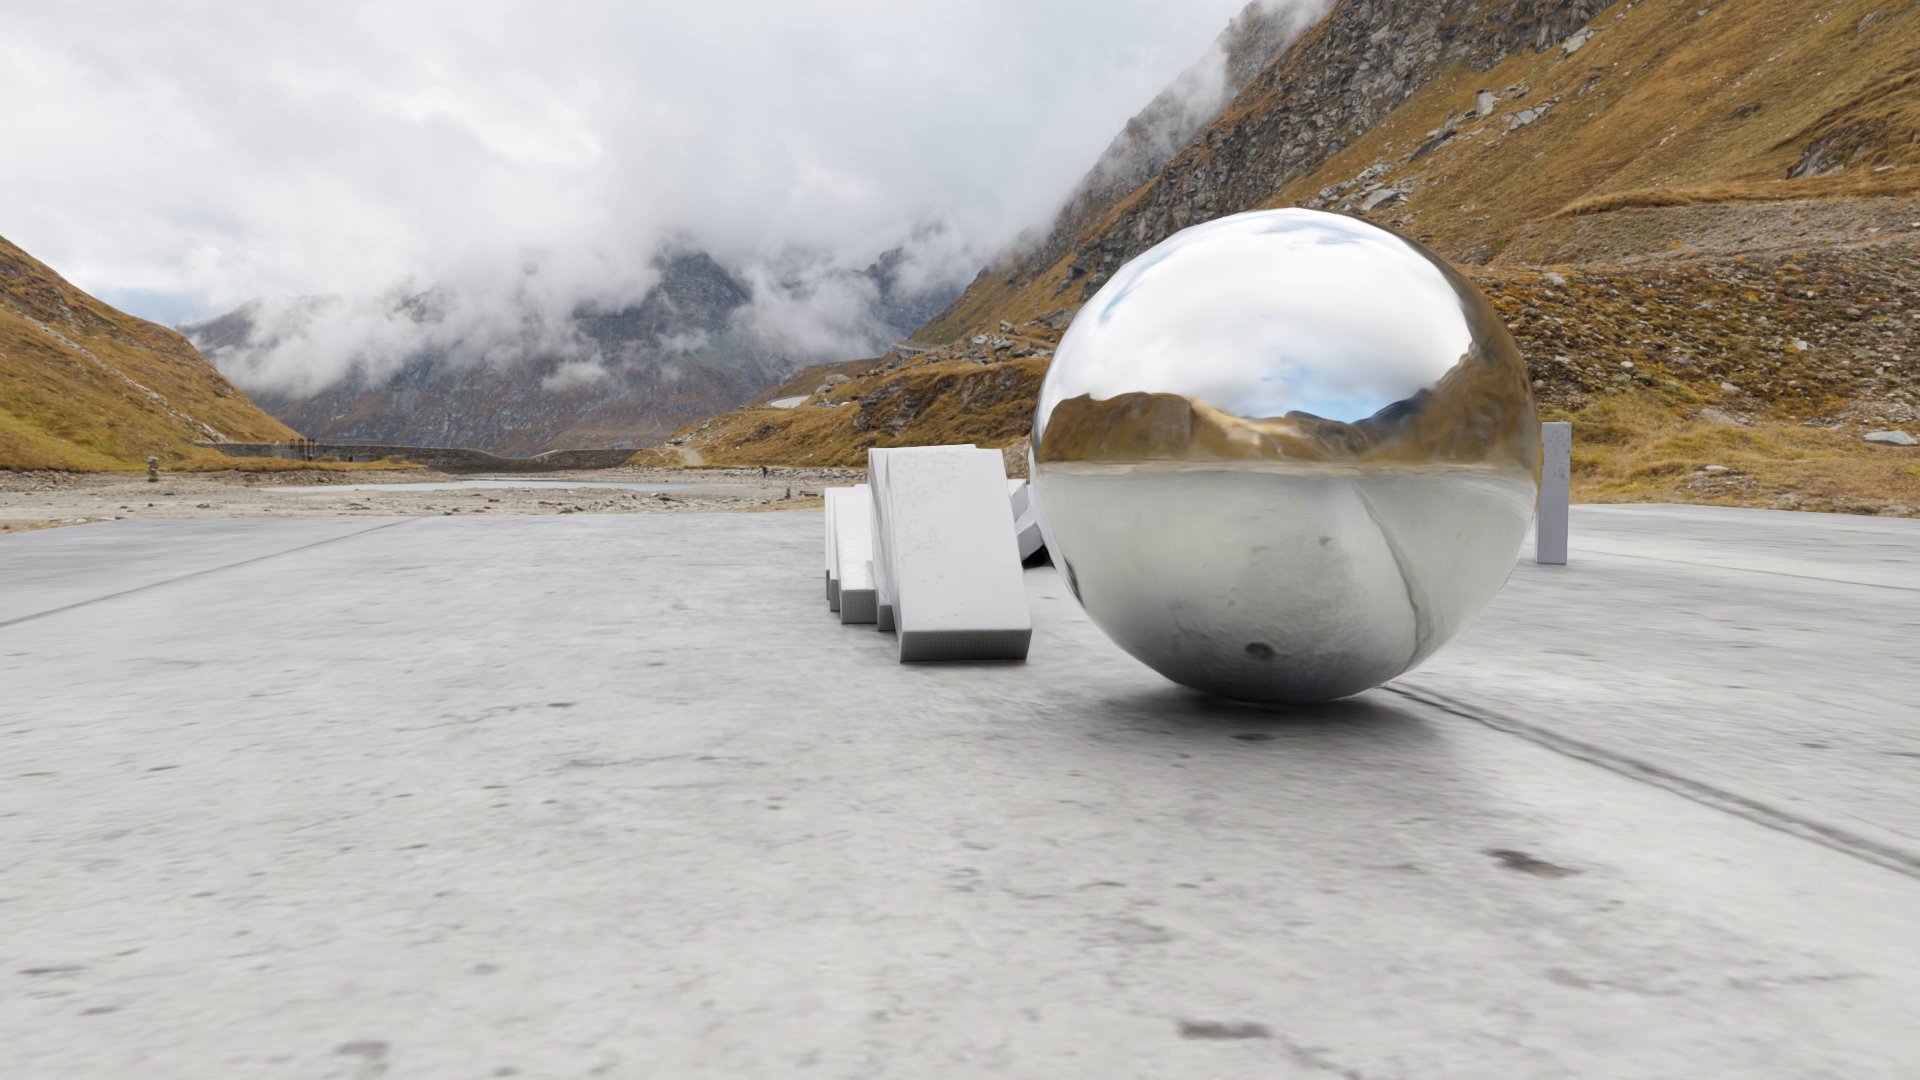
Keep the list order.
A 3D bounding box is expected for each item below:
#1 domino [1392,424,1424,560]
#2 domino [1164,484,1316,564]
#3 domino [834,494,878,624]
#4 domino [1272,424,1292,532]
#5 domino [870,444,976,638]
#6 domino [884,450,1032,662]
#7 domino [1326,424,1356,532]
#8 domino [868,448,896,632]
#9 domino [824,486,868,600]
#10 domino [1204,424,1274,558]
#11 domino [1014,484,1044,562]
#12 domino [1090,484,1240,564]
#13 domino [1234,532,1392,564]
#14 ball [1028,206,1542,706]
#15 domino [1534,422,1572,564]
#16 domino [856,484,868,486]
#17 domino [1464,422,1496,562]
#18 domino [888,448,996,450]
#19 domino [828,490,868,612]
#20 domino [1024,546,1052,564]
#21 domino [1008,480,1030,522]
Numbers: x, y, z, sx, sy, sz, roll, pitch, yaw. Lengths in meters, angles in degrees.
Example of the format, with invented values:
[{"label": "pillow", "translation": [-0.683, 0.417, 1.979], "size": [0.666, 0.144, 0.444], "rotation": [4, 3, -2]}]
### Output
[{"label": "domino", "translation": [0.168, -0.019, 0.482], "size": [0.010, 0.050, 0.025], "rotation": [2, 5, 21]}, {"label": "domino", "translation": [0.100, -0.006, 0.463], "size": [0.050, 0.009, 0.025], "rotation": [-22, 5, 0]}, {"label": "domino", "translation": [-0.018, 0.004, 0.324], "size": [0.025, 0.010, 0.050], "rotation": [-1, 29, -8]}, {"label": "domino", "translation": [0.122, -0.020, 0.497], "size": [0.009, 0.050, 0.025], "rotation": [1, 4, 8]}, {"label": "domino", "translation": [-0.005, -0.001, 0.292], "size": [0.025, 0.010, 0.050], "rotation": [-4, 48, -10]}, {"label": "domino", "translation": [-0.001, 0.002, 0.265], "size": [0.025, 0.010, 0.050], "rotation": [-1, 48, -8]}, {"label": "domino", "translation": [0.145, -0.019, 0.490], "size": [0.010, 0.050, 0.025], "rotation": [1, 5, 18]}, {"label": "domino", "translation": [-0.008, -0.001, 0.305], "size": [0.025, 0.010, 0.050], "rotation": [-1, 48, -8]}, {"label": "domino", "translation": [-0.026, 0.000, 0.371], "size": [0.025, 0.010, 0.050], "rotation": [-2, 29, -5]}, {"label": "domino", "translation": [0.105, -0.019, 0.483], "size": [0.025, 0.050, 0.009], "rotation": [1, 4, 14]}, {"label": "domino", "translation": [0.023, -0.007, 0.454], "size": [0.025, 0.010, 0.050], "rotation": [4, 31, 45]}, {"label": "domino", "translation": [0.073, -0.006, 0.465], "size": [0.050, 0.009, 0.025], "rotation": [-23, 7, -6]}, {"label": "domino", "translation": [0.127, 0.003, 0.464], "size": [0.050, 0.010, 0.025], "rotation": [0, 4, -1]}, {"label": "ball", "translation": [0.051, -0.013, 0.210], "size": [0.080, 0.080, 0.080], "rotation": [0, 4, 0]}, {"label": "domino", "translation": [0.214, -0.017, 0.464], "size": [0.009, 0.050, 0.025], "rotation": [2, 5, 21]}, {"label": "domino", "translation": [-0.023, -0.002, 0.395], "size": [0.025, 0.010, 0.050], "rotation": [0, 29, 4]}, {"label": "domino", "translation": [0.191, -0.018, 0.473], "size": [0.010, 0.050, 0.025], "rotation": [2, 5, 22]}, {"label": "domino", "translation": [-0.002, 0.001, 0.278], "size": [0.025, 0.009, 0.050], "rotation": [-1, 48, -8]}, {"label": "domino", "translation": [-0.023, 0.002, 0.347], "size": [0.025, 0.010, 0.050], "rotation": [0, 29, -6]}, {"label": "domino", "translation": [0.044, -0.008, 0.467], "size": [0.050, 0.009, 0.025], "rotation": [-34, 23, -31]}, {"label": "domino", "translation": [0.002, -0.005, 0.438], "size": [0.025, 0.010, 0.050], "rotation": [2, 30, 28]}]
